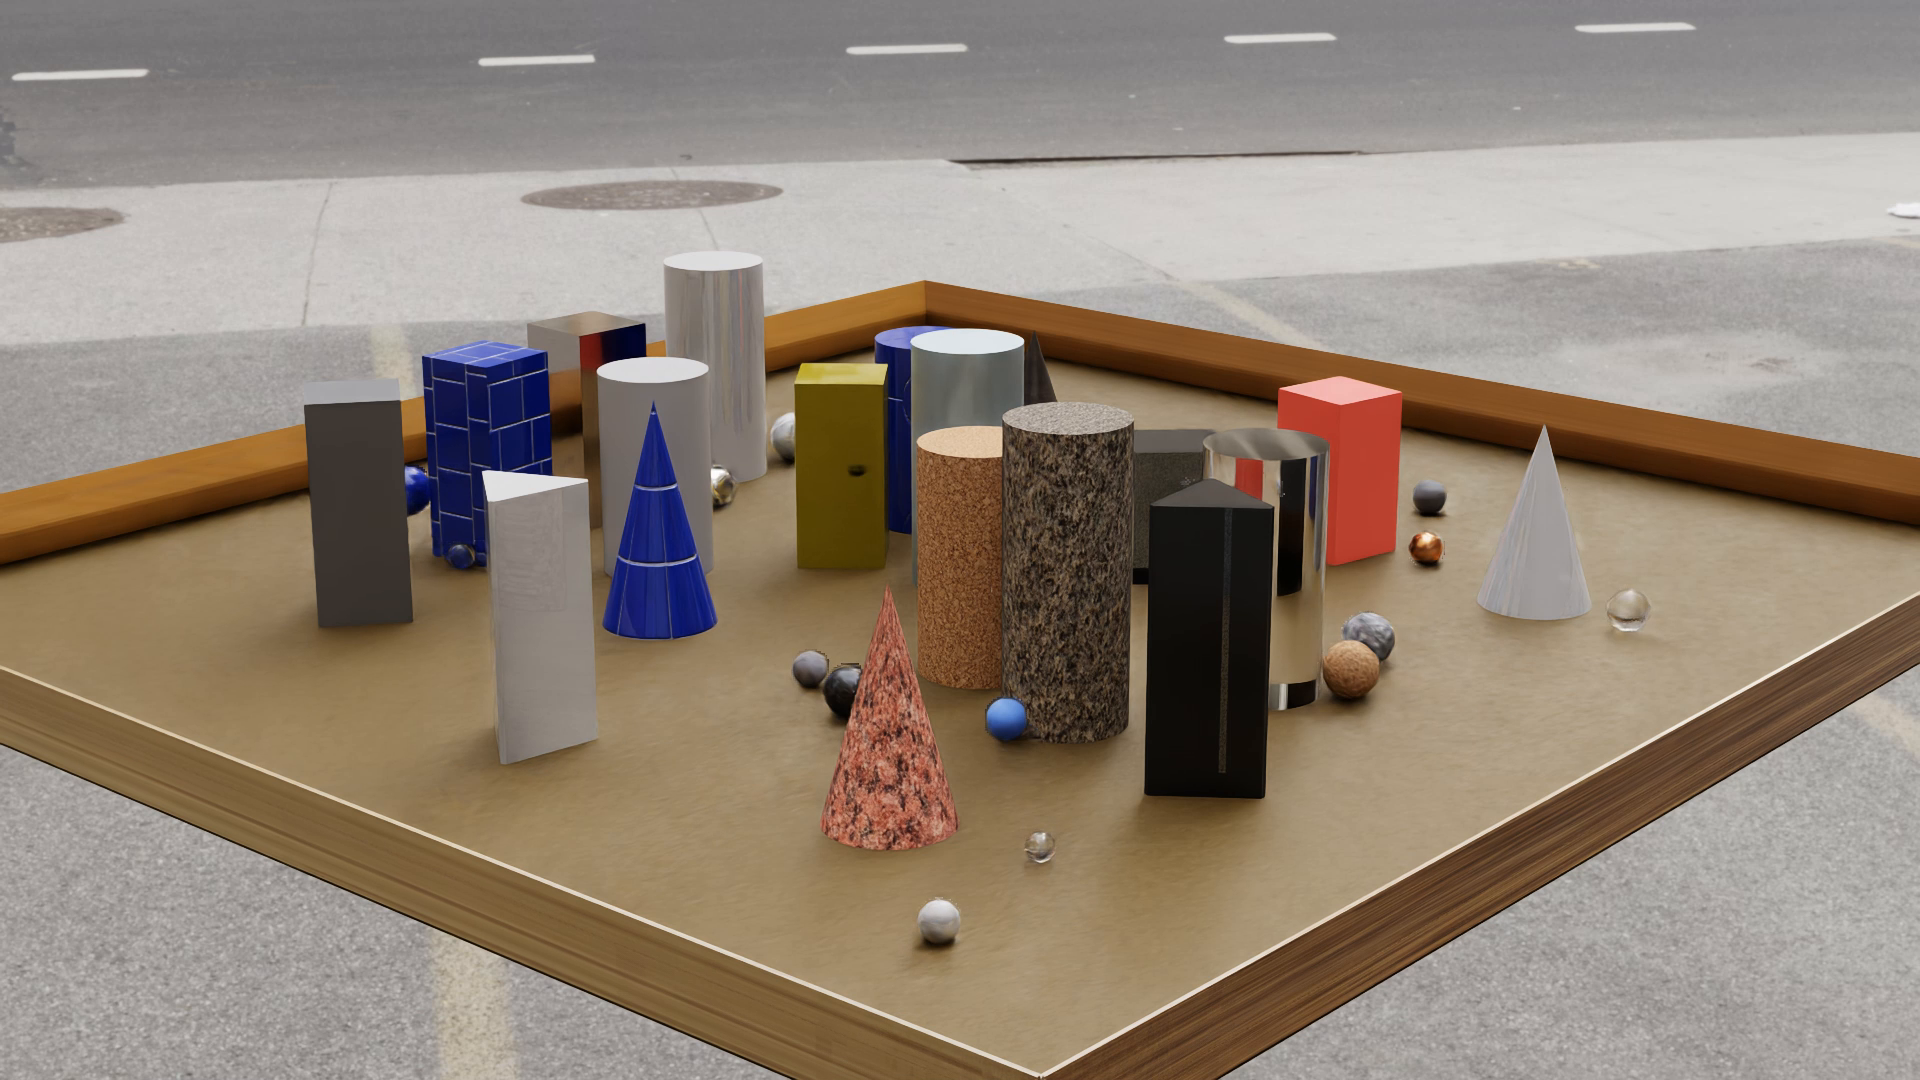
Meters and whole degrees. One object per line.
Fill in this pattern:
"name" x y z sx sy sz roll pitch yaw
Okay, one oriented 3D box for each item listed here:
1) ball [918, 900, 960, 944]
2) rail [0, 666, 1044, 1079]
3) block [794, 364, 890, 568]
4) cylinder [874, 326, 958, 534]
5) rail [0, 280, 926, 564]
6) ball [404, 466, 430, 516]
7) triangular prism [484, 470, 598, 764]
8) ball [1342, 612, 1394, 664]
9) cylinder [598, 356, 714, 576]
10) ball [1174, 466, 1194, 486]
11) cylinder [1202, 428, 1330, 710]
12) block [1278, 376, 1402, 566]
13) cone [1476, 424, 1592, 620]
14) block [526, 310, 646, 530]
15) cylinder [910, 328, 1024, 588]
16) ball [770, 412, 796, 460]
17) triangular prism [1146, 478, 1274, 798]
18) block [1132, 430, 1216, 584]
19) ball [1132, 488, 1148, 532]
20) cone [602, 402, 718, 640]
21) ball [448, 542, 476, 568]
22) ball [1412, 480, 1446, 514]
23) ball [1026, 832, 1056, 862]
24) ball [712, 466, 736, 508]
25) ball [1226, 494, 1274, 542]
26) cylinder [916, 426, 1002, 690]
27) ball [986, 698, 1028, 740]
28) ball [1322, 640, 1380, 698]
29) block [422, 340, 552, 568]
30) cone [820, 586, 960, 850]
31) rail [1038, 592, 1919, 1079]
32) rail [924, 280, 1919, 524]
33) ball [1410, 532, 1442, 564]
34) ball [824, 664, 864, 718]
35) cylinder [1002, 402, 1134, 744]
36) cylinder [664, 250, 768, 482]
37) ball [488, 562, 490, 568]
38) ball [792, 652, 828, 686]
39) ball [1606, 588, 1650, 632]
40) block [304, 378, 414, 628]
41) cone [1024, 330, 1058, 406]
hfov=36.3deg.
"ball" -0.027 0.487 3.741 0.055 0.055 0.055 0 17 0
"rail" -0.975 0.356 4.045 2.852 0.128 0.045 14 22 39
"block" -0.212 -0.135 5.308 0.158 0.341 0.158 0 17 2
"cylinder" -0.061 -0.208 5.525 0.197 0.355 0.197 0 17 0
"rail" -1.059 -0.233 6.000 0.045 0.128 3.022 14 22 39
"ball" -1.009 -0.089 5.339 0.094 0.094 0.094 0 17 0
"triangular prism" -0.663 0.106 4.396 0.171 0.406 0.148 -14 22 -40
"ball" 0.664 0.161 4.769 0.085 0.085 0.085 0 17 0
"cylinder" -0.543 -0.126 5.238 0.197 0.365 0.197 0 17 0
"ball" 0.442 -0.125 5.796 0.041 0.041 0.041 0 17 0
"cylinder" 0.475 0.044 4.605 0.197 0.404 0.197 0 17 0
"block" 0.690 -0.128 5.359 0.158 0.299 0.158 -13 21 -36
"cone" 0.997 -0.046 5.047 0.197 0.321 0.197 0 17 0
"block" -0.702 -0.229 5.563 0.158 0.373 0.158 16 23 42
"cylinder" 0.013 -0.137 5.151 0.197 0.435 0.197 0 17 0
"ball" -0.338 -0.212 5.986 0.098 0.098 0.098 0 17 0
"triangular prism" 0.358 0.140 4.234 0.171 0.435 0.148 1 17 4
"block" 0.382 -0.060 5.233 0.158 0.242 0.158 -1 17 -2
"ball" 0.307 -0.057 5.487 0.088 0.088 0.088 0 17 0
"cone" -0.510 -0.047 4.934 0.197 0.387 0.197 0 17 0
"ball" -0.897 0.028 5.275 0.049 0.049 0.049 0 17 0
"ball" 0.899 -0.083 5.615 0.065 0.065 0.065 0 17 0
"ball" 0.110 0.418 3.993 0.042 0.042 0.042 0 17 0
"ball" -0.473 -0.101 5.648 0.082 0.082 0.082 0 17 0
"ball" 0.539 -0.039 5.426 0.090 0.090 0.090 0 17 0
"cylinder" 0.030 0.026 4.704 0.197 0.381 0.197 0 17 0
"ball" 0.070 0.270 4.425 0.063 0.063 0.063 0 17 0
"ball" 0.616 0.204 4.620 0.090 0.090 0.090 0 17 0
"block" -0.854 -0.157 5.325 0.158 0.373 0.158 11 20 33
"cone" -0.099 0.228 4.078 0.197 0.356 0.197 0 17 0
"rail" 1.059 0.297 4.240 0.045 0.128 3.022 14 22 39
"rail" 0.975 -0.292 6.195 2.852 0.128 0.045 14 22 39
"ball" 0.842 0.015 5.300 0.060 0.060 0.060 0 17 0
"ball" -0.170 0.234 4.534 0.082 0.082 0.082 0 17 0
"cylinder" 0.162 0.048 4.455 0.197 0.482 0.197 0 17 0
"cylinder" -0.487 -0.345 5.850 0.197 0.431 0.197 0 17 0
"ball" -0.817 0.039 5.225 0.049 0.049 0.049 0 17 0
"ball" -0.239 0.205 4.674 0.056 0.056 0.056 0 17 0
"ball" 1.125 0.118 4.936 0.071 0.071 0.071 0 17 0
"block" -1.024 -0.065 4.993 0.158 0.388 0.158 -3 17 -11
"cone" 0.146 -0.264 5.789 0.197 0.311 0.197 0 17 0
